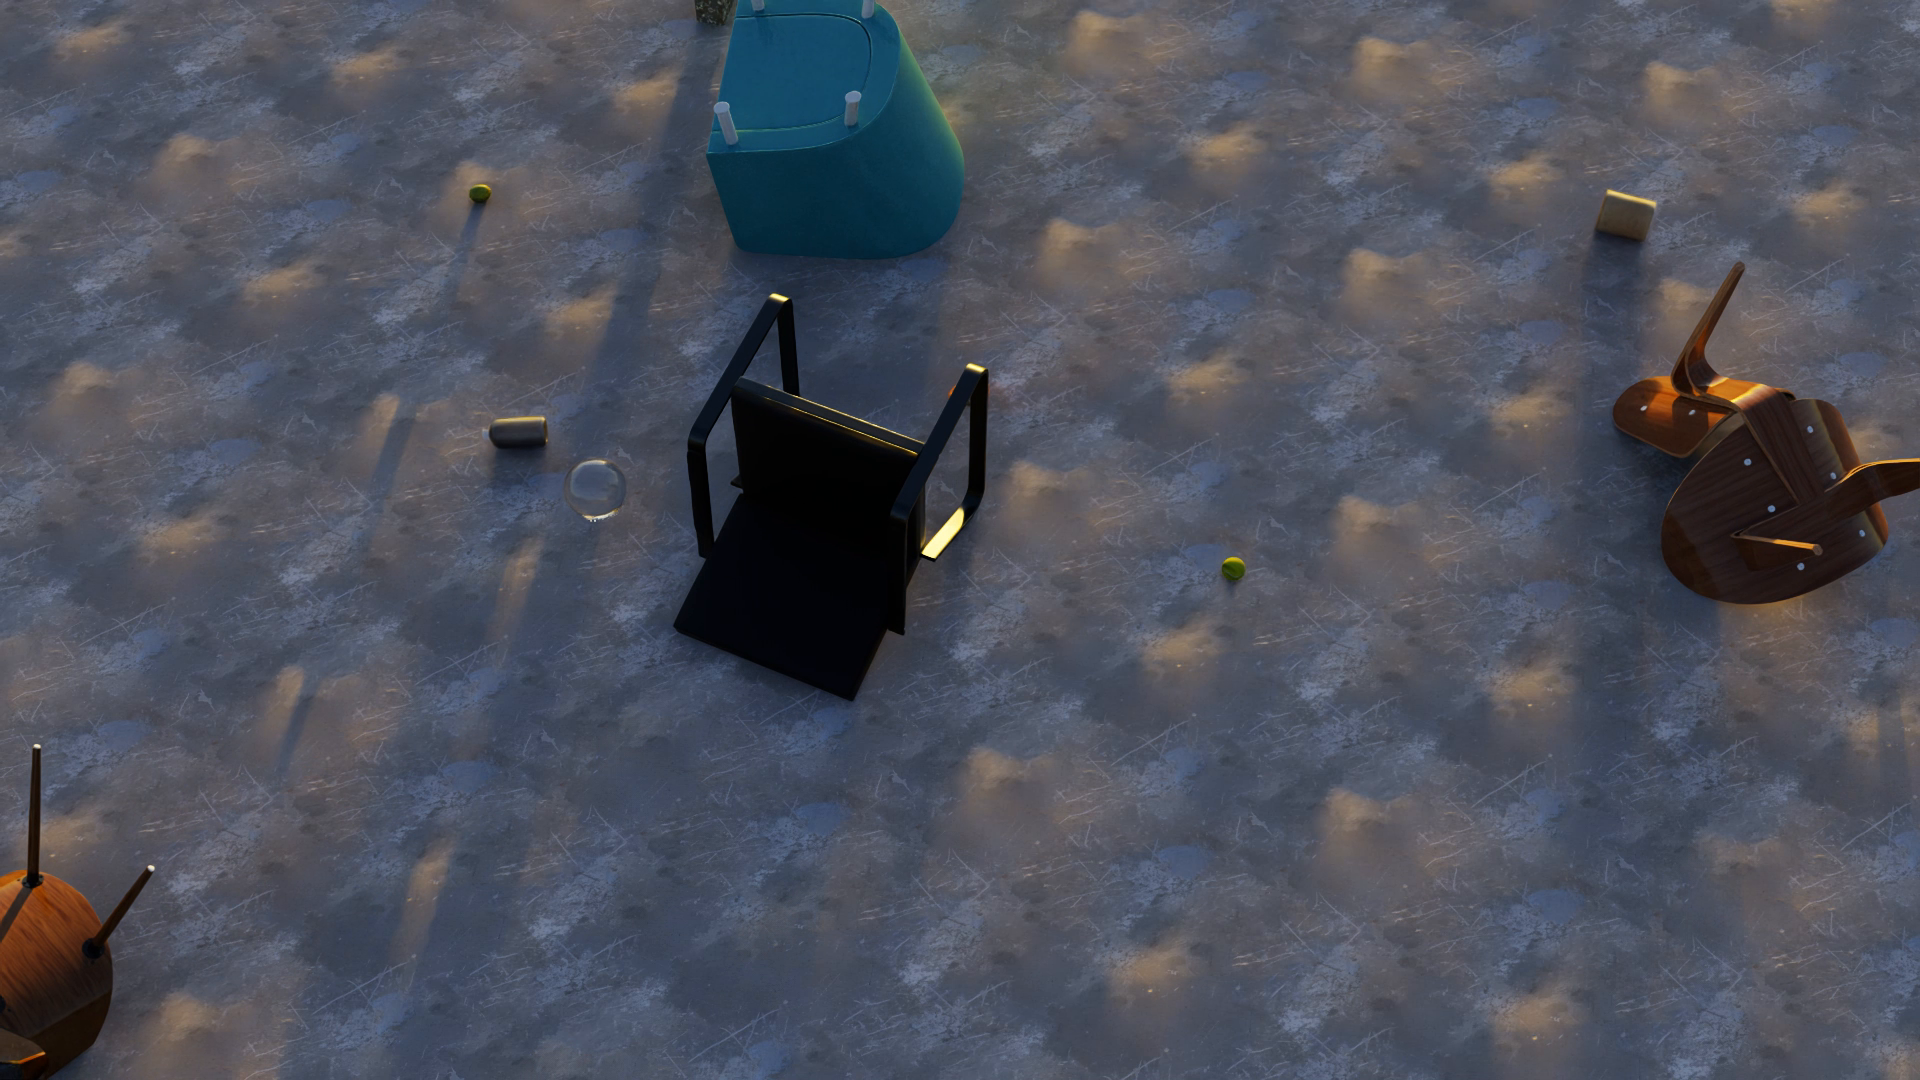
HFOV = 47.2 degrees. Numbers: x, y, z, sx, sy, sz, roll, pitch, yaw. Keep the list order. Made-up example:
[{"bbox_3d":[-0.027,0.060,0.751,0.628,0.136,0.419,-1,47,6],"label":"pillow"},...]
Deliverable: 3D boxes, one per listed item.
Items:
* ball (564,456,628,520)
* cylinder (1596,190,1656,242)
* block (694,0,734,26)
[{"bbox_3d":[-1.088,-0.154,6.564,0.188,0.188,0.188,0,56,0],"label":"ball"},{"bbox_3d":[2.180,-1.060,7.203,0.159,0.137,0.135,17,95,11],"label":"cylinder"},{"bbox_3d":[-0.863,-1.952,7.807,0.099,0.127,0.209,10,57,7],"label":"block"}]
